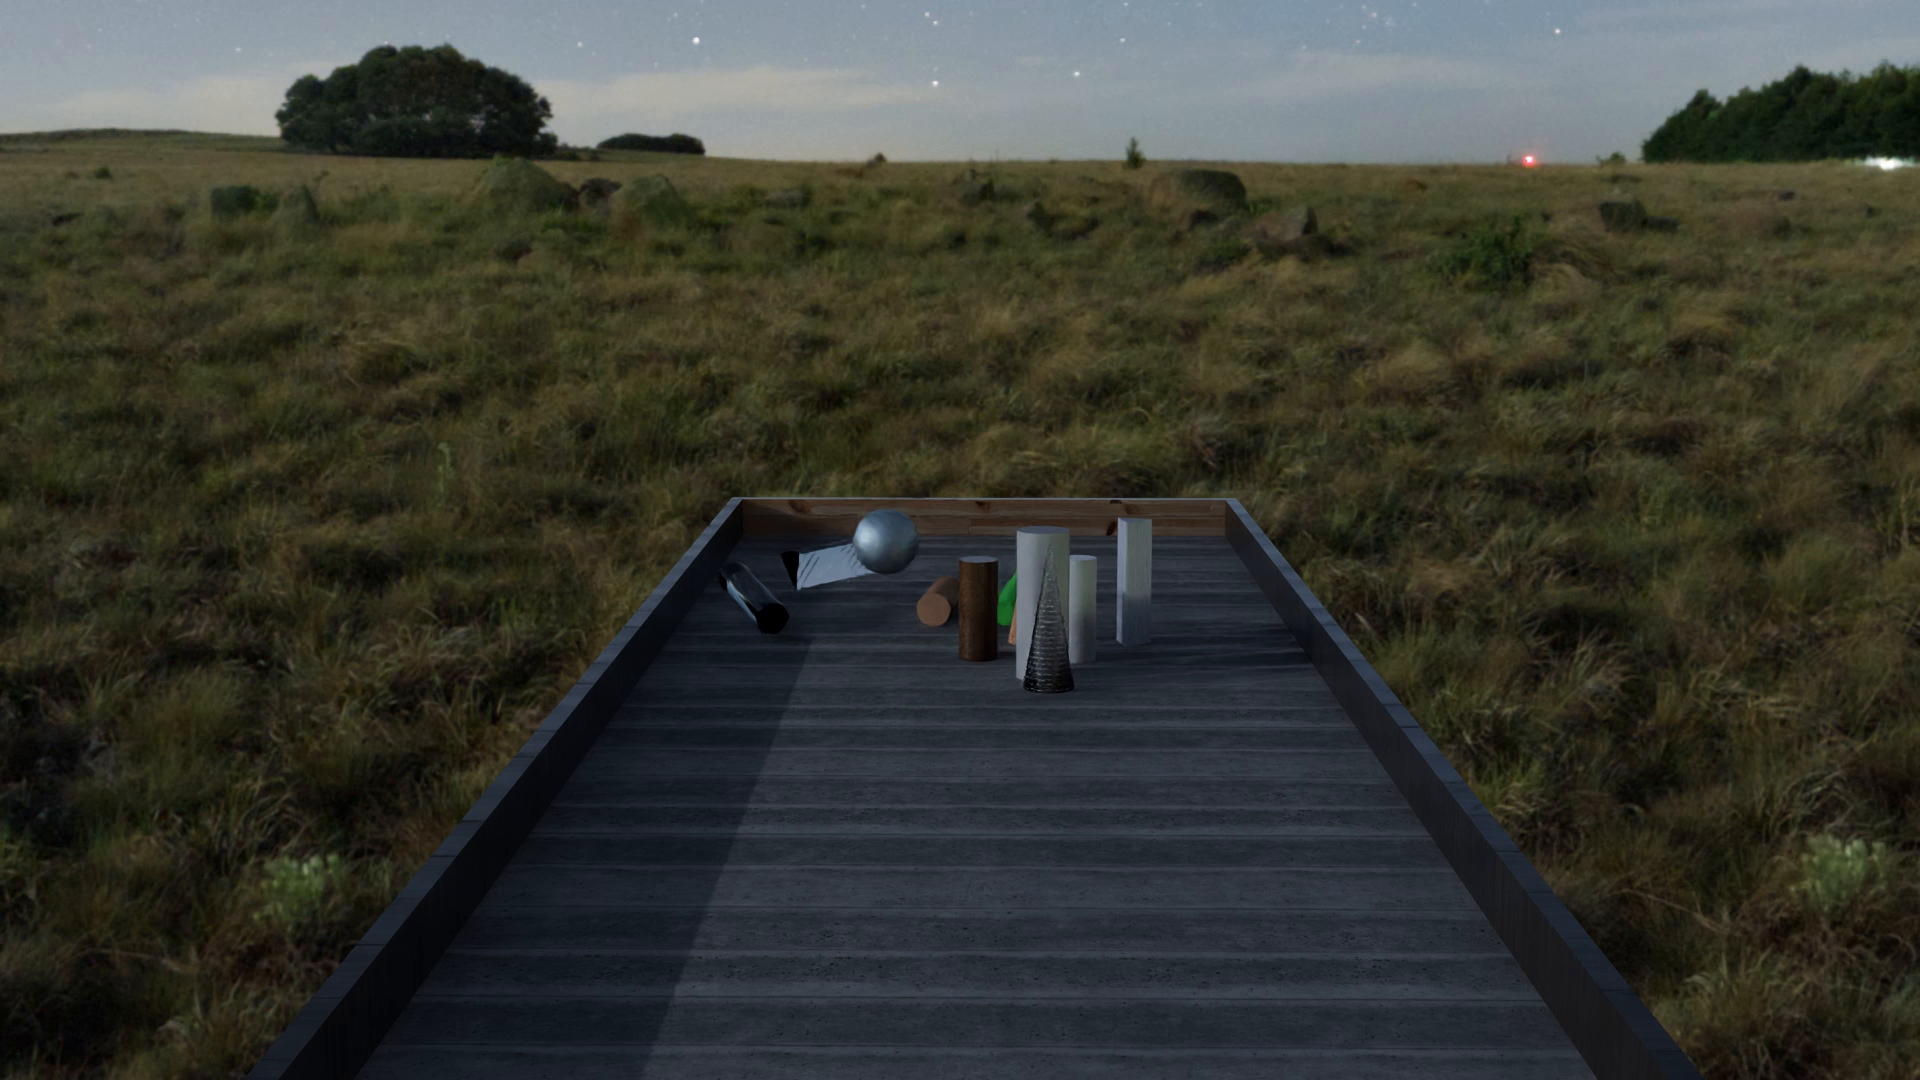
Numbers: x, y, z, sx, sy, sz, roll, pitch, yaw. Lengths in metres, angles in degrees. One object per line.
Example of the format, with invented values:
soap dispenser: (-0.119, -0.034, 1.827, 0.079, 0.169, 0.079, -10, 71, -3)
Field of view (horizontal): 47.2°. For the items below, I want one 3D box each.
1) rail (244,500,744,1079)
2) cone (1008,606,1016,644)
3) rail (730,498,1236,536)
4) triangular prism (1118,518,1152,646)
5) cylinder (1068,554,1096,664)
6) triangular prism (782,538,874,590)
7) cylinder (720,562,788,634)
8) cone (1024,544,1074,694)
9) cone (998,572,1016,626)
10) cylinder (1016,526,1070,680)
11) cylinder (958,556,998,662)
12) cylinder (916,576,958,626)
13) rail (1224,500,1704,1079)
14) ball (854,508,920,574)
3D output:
rail: (-1.004, 0.839, 3.234, 0.050, 0.150, 12.000, 0, 9, 1)
cone: (0.214, 0.159, 6.948, 0.126, 0.331, 0.126, 0, 9, 0)
rail: (0.099, -0.098, 9.147, 2.100, 0.150, 0.050, 0, 9, 1)
triangular prism: (0.531, 0.129, 6.938, 0.109, 0.393, 0.094, -7, 12, -39)
cylinder: (0.360, 0.209, 6.680, 0.107, 0.316, 0.107, 0, 9, 0)
triangular prism: (-0.424, 0.044, 7.835, 0.379, 0.152, 0.131, -12, -26, -28)
cylinder: (-0.680, 0.188, 7.227, 0.107, 0.107, 0.360, -4, 23, -26)
cone: (0.255, 0.209, 6.293, 0.147, 0.436, 0.147, 0, 9, 0)
cone: (0.213, 0.114, 7.346, 0.106, 0.106, 0.418, 4, 39, 22)
cylinder: (0.243, 0.186, 6.441, 0.154, 0.437, 0.154, 0, 9, 0)
cylinder: (0.056, 0.210, 6.711, 0.119, 0.305, 0.119, 0, 9, 0)
cylinder: (-0.066, 0.203, 7.368, 0.112, 0.112, 0.308, 1, 9, 8)
rail: (1.046, 0.843, 3.208, 0.050, 0.150, 12.000, 0, 9, 1)
ball: (-0.255, 0.006, 7.592, 0.228, 0.228, 0.228, 0, 9, 0)
